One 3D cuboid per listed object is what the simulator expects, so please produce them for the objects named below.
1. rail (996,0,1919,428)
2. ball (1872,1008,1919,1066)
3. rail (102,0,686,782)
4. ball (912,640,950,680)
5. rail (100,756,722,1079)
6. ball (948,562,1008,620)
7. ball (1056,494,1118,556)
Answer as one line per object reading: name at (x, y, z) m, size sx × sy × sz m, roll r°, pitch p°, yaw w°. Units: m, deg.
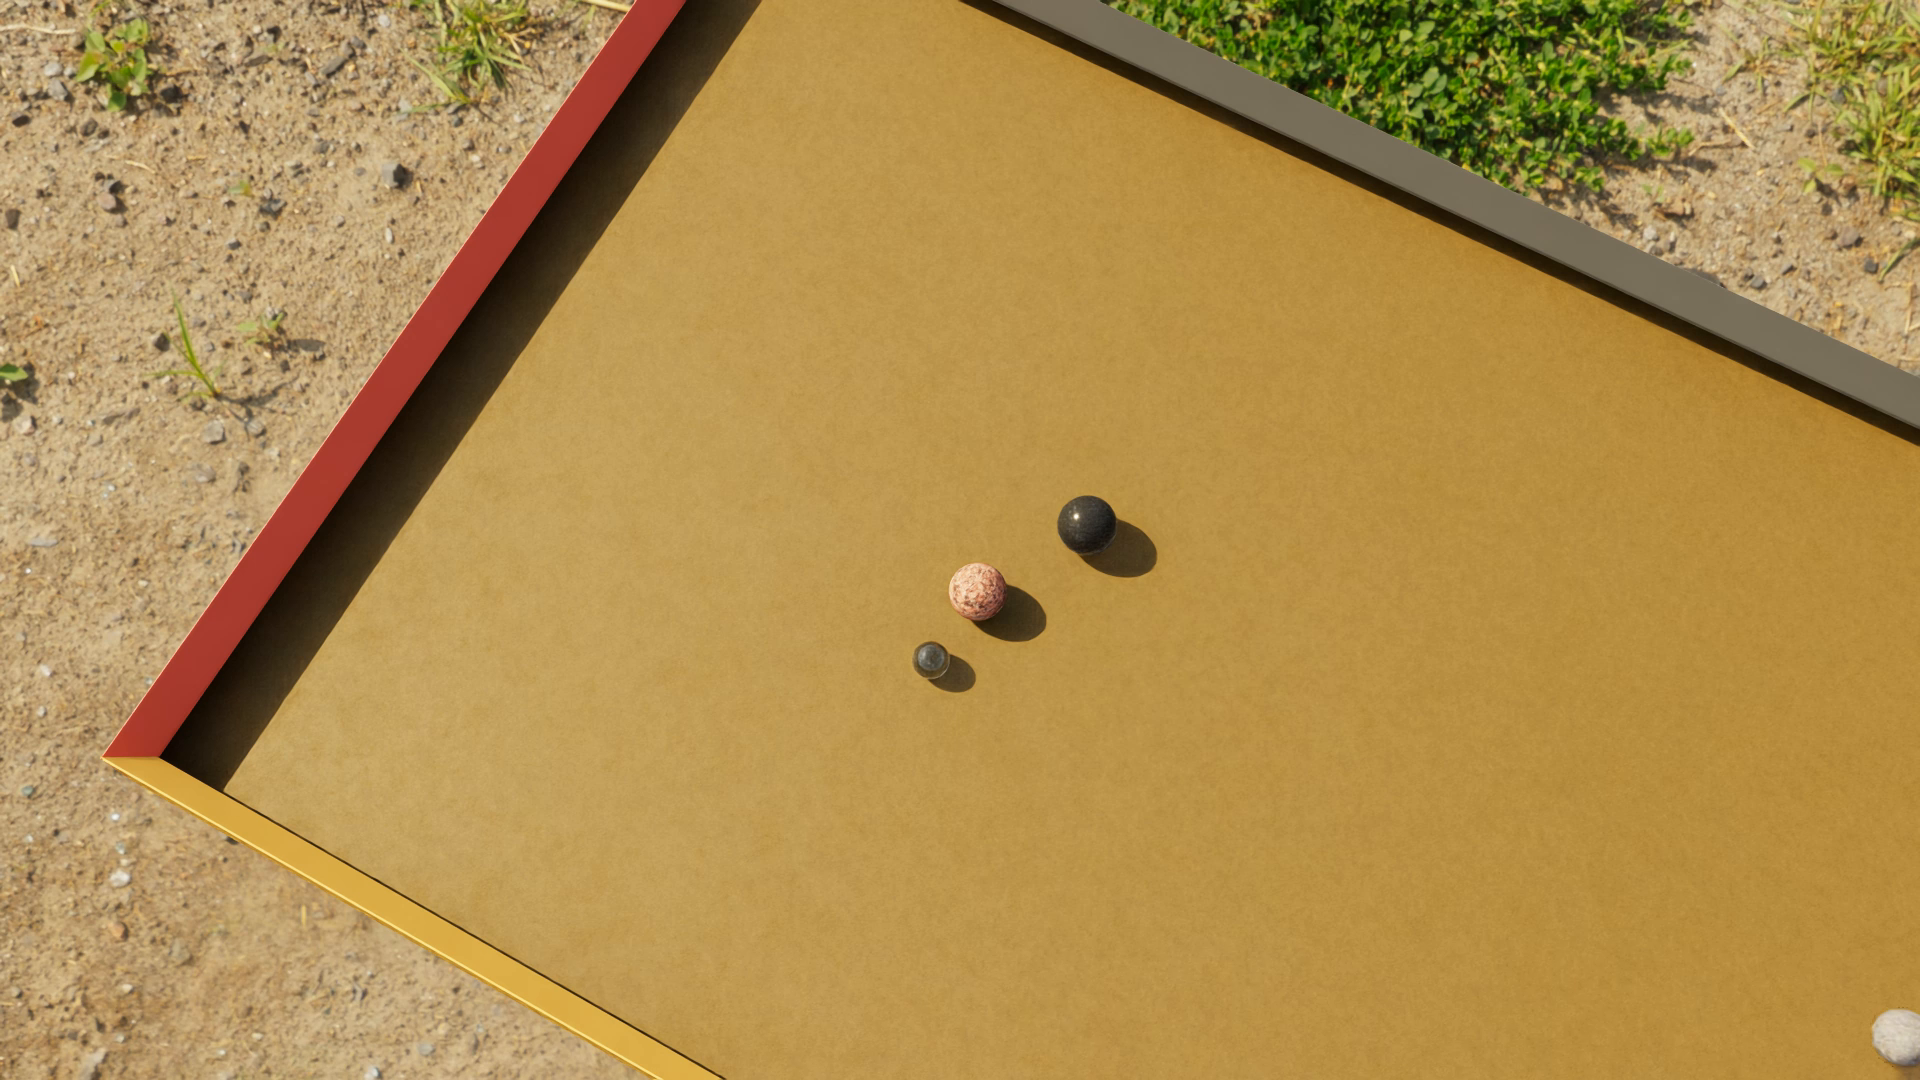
rail at (1.256, -0.339, 3.556) m, size 3.728 × 0.124 × 0.045 m, roll 27°, pitch 72°, yaw 10°
ball at (1.362, 0.719, 3.179) m, size 0.082 × 0.082 × 0.082 m, roll 0°, pitch 69°, yaw 0°
rail at (-0.797, -0.416, 3.585) m, size 0.045 × 0.124 × 1.876 m, roll 27°, pitch 72°, yaw 10°
ball at (-0.045, 0.185, 3.393) m, size 0.059 × 0.059 × 0.059 m, roll 0°, pitch 69°, yaw 0°
rail at (0.379, 1.161, 2.989) m, size 3.728 × 0.124 × 0.045 m, roll 27°, pitch 72°, yaw 10°
ball at (0.028, 0.080, 3.416) m, size 0.091 × 0.091 × 0.091 m, roll 0°, pitch 69°, yaw 0°
ball at (0.200, -0.023, 3.453) m, size 0.095 × 0.095 × 0.095 m, roll 0°, pitch 69°, yaw 0°
